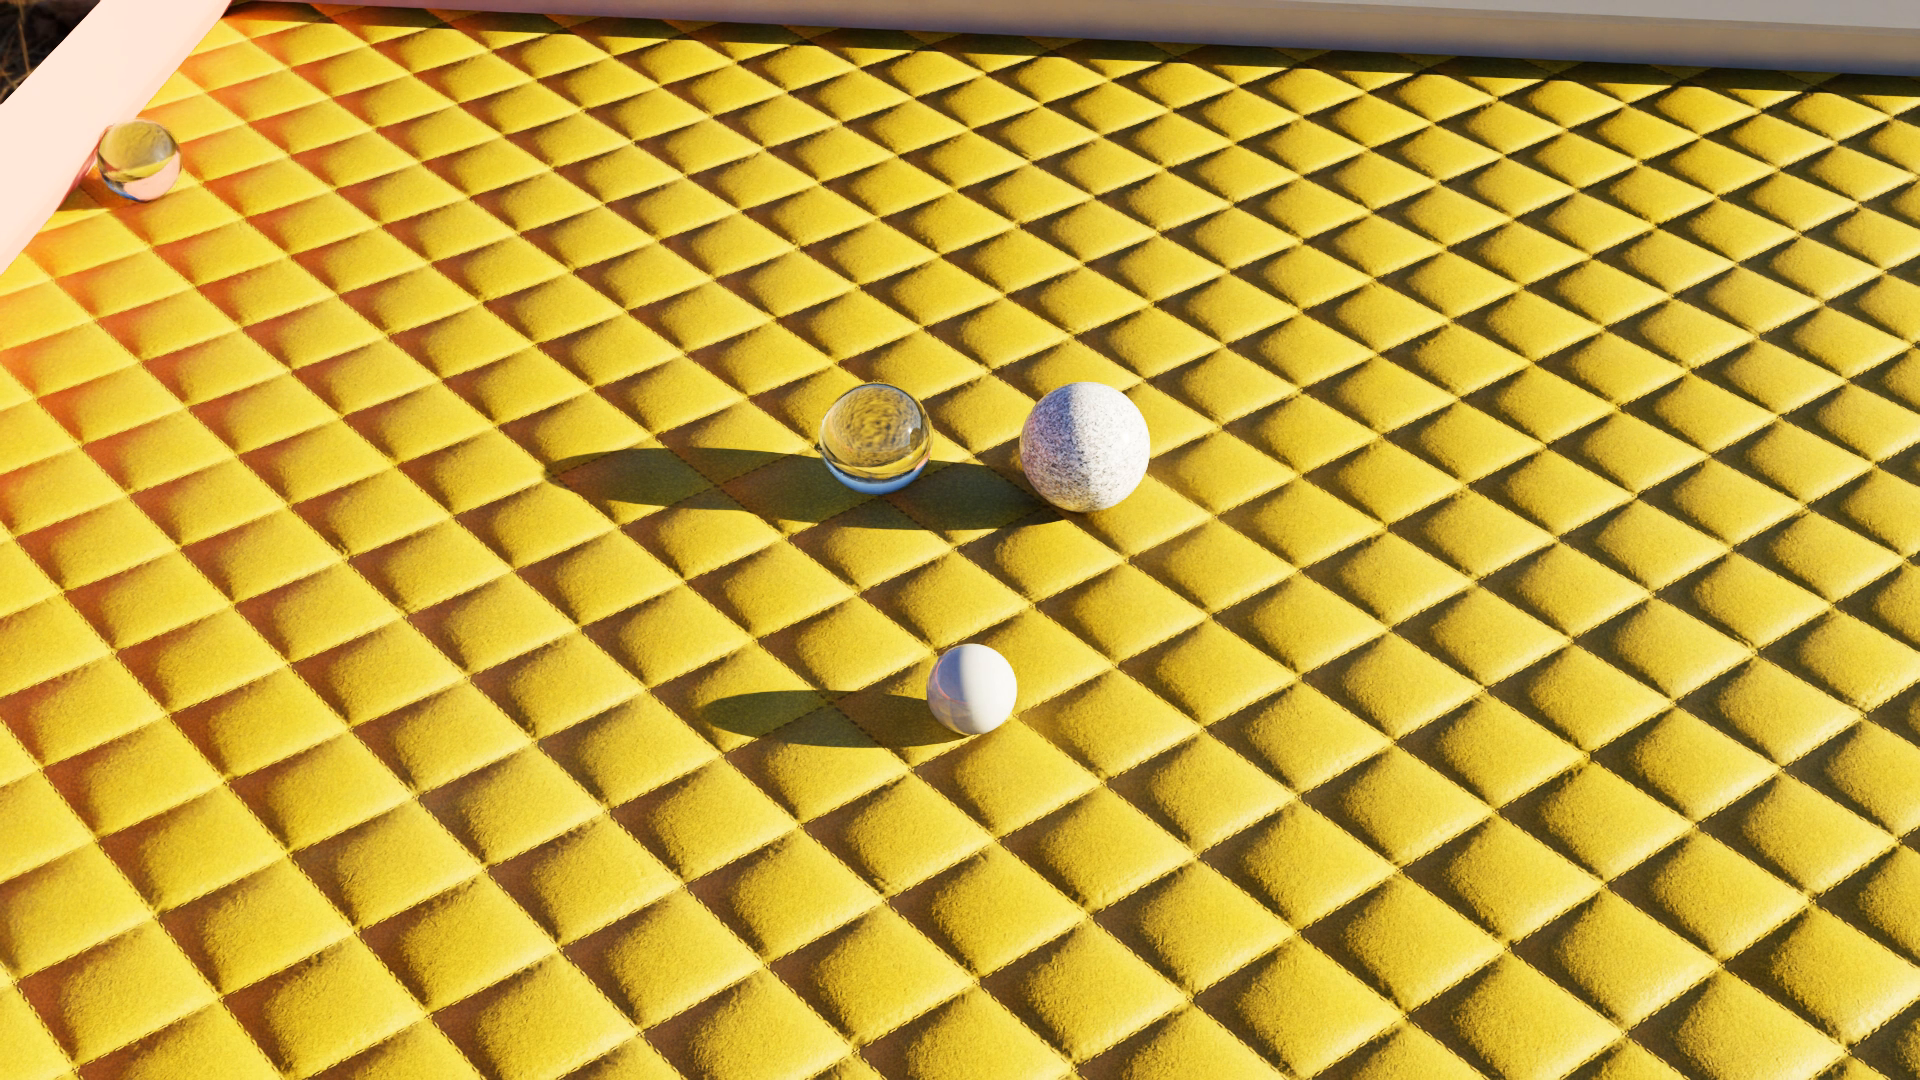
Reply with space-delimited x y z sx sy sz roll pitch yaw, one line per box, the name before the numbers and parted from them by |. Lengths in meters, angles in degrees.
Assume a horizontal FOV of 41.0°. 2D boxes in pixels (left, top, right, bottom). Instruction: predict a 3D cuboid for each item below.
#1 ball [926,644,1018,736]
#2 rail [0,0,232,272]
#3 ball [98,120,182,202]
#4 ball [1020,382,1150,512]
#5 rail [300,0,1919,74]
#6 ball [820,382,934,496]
ball | 0.008 0.098 1.688 0.060 0.060 0.060 0 35 0
rail | -0.843 -0.074 1.874 0.045 0.126 1.912 4 35 5
ball | -0.737 -0.341 2.304 0.073 0.073 0.073 0 35 0
ball | 0.092 -0.069 1.894 0.097 0.097 0.097 0 35 0
rail | 0.969 -0.497 2.478 3.488 0.126 0.045 4 35 5
ball | -0.062 -0.076 1.915 0.085 0.085 0.085 0 35 0
